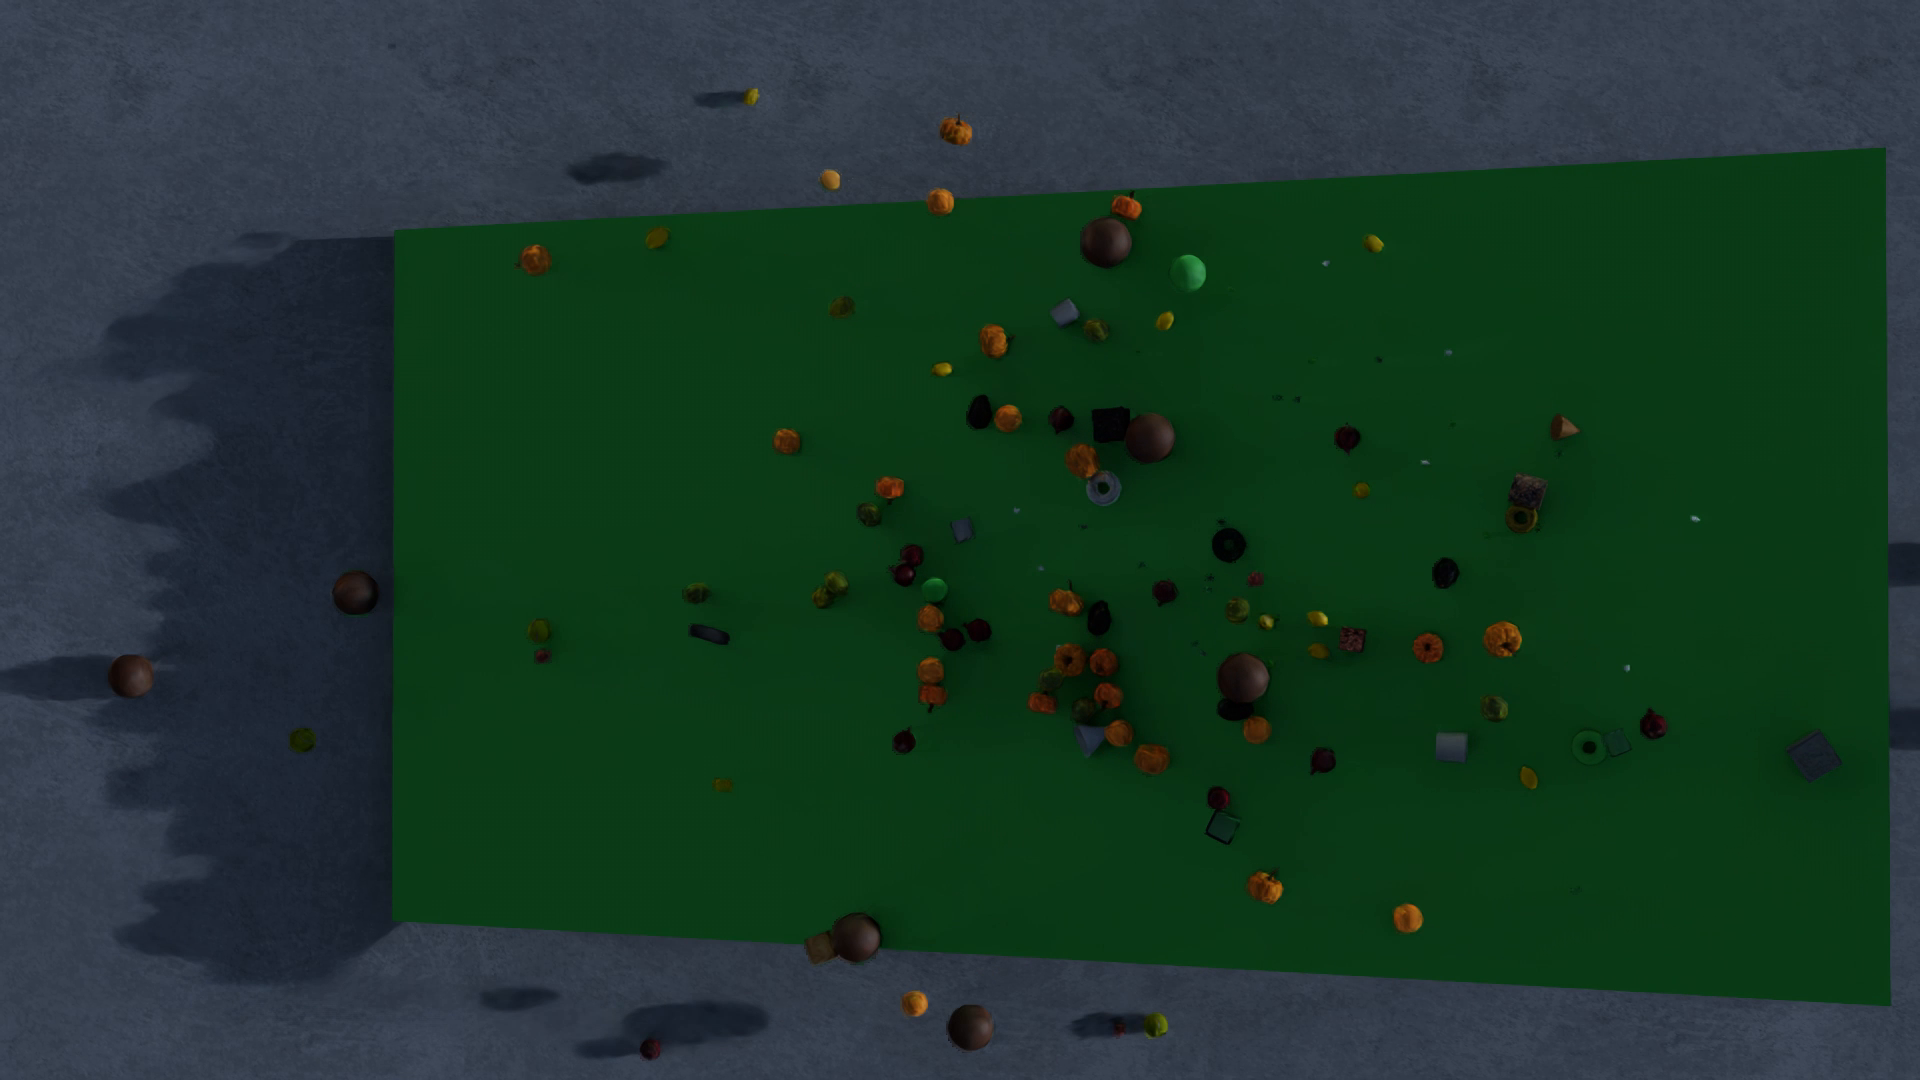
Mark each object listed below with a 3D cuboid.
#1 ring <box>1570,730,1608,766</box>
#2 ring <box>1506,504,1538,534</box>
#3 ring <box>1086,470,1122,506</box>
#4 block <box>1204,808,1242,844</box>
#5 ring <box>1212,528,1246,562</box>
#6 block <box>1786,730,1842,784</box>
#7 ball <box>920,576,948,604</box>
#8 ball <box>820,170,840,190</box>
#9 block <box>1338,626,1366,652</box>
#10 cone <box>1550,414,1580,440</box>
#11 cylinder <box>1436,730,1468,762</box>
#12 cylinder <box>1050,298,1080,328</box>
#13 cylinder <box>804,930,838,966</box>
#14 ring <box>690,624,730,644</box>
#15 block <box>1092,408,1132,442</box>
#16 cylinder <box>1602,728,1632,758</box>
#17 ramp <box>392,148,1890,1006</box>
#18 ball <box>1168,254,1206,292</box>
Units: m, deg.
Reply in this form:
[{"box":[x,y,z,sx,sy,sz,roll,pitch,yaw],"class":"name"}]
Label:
[{"box":[1.520,0.501,5.310,0.087,0.029,0.087,0,89,17],"class":"ring"},{"box":[1.370,-0.054,5.368,0.078,0.026,0.078,-1,88,18],"class":"ring"},{"box":[0.372,-0.134,5.693,0.093,0.031,0.093,-1,88,19],"class":"ring"},{"box":[0.666,0.726,5.568,0.064,0.064,0.064,27,97,17],"class":"block"},{"box":[0.683,0.013,5.591,0.086,0.029,0.086,0,89,20],"class":"ring"},{"box":[1.990,0.503,5.125,0.088,0.088,0.088,-35,79,15],"class":"block"},{"box":[-0.068,0.133,5.812,0.072,0.072,0.072,0,89,0],"class":"ball"},{"box":[-0.350,-0.973,5.953,0.055,0.055,0.055,0,89,0],"class":"ball"},{"box":[0.978,0.248,5.477,0.055,0.055,0.055,7,92,18],"class":"block"},{"box":[1.478,-0.267,5.333,0.067,0.067,0.067,10,89,-9],"class":"cone"},{"box":[1.205,0.506,5.391,0.070,0.070,0.070,4,89,18],"class":"cylinder"},{"box":[0.274,-0.590,5.717,0.057,0.057,0.057,-34,89,15],"class":"cylinder"},{"box":[-0.371,1.094,5.894,0.071,0.071,0.071,-21,79,0],"class":"cylinder"},{"box":[-0.681,0.257,5.991,0.110,0.110,0.037,17,85,0],"class":"ring"},{"box":[0.391,-0.297,5.664,0.079,0.079,0.079,-4,88,18],"class":"block"},{"box":[1.578,0.487,5.278,0.054,0.054,0.054,-24,82,0],"class":"cylinder"},{"box":[0.276,0.092,5.790,4.000,0.100,2.000,0,89,18],"class":"ramp"},{"box":[0.576,-0.675,5.566,0.096,0.096,0.096,0,89,0],"class":"ball"}]
